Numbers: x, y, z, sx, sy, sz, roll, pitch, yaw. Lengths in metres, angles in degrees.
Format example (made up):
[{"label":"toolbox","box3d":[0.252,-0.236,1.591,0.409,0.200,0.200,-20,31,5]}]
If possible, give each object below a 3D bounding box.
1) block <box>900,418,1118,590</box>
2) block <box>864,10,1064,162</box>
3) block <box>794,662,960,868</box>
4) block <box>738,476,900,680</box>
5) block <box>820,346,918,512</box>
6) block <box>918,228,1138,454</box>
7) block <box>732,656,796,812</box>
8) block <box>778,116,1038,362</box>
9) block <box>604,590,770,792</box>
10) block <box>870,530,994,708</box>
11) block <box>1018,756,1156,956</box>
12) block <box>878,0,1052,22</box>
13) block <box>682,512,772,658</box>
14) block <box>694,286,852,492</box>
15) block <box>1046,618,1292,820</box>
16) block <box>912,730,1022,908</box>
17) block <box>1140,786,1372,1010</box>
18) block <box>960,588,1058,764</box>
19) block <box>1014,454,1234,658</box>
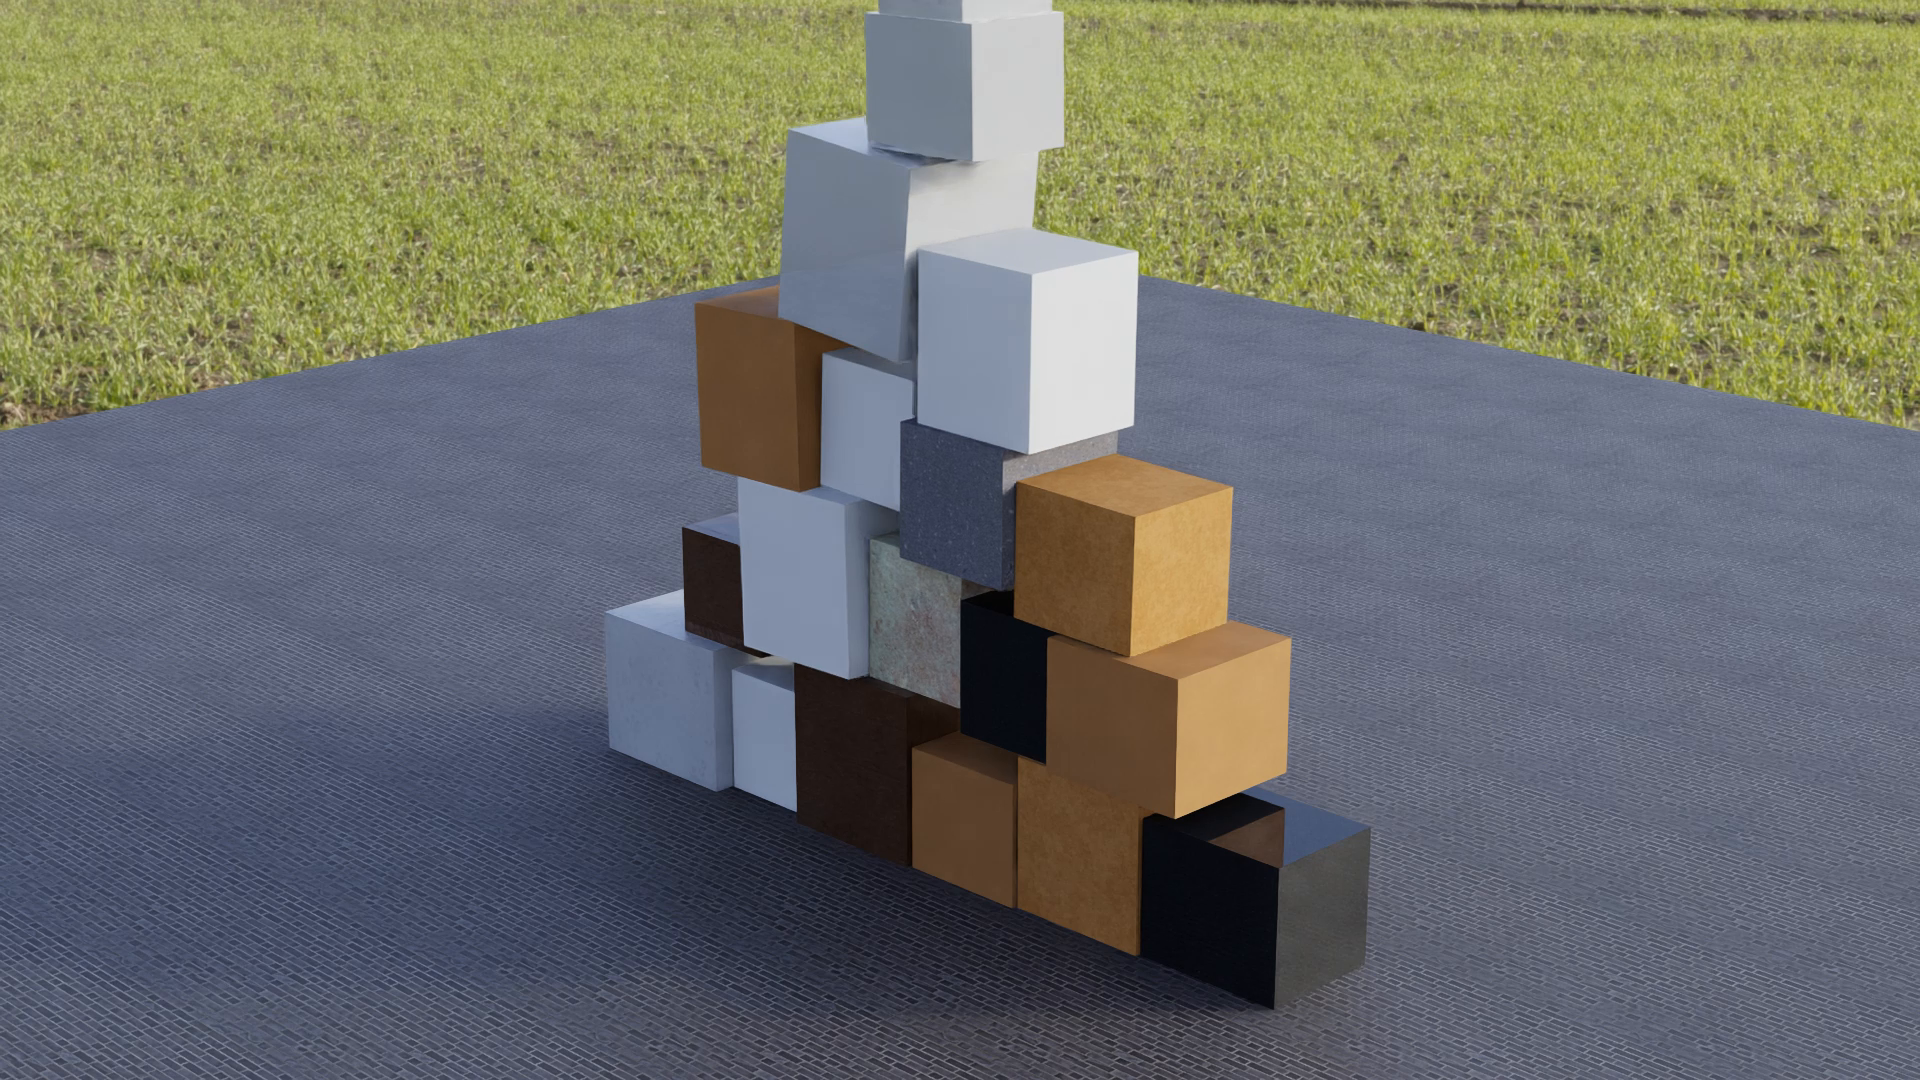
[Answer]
[{"label":"block","box3d":[0.214,-0.227,13.018,0.726,0.630,0.632,-17,25,-42]},{"label":"block","box3d":[0.020,-1.989,12.675,0.558,0.578,0.649,-17,23,-42]},{"label":"block","box3d":[-0.249,0.956,13.910,0.744,0.836,0.759,-17,24,-42]},{"label":"block","box3d":[-0.494,0.088,13.876,0.798,0.836,0.735,-17,23,-42]},{"label":"block","box3d":[-0.223,-0.541,13.414,0.573,0.625,0.592,-17,26,-42]},{"label":"block","box3d":[0.291,-0.878,12.745,0.663,0.779,0.678,-17,25,-42]},{"label":"block","box3d":[-0.710,0.918,14.396,0.595,0.616,0.544,-17,24,-42]},{"label":"block","box3d":[-0.238,-1.382,13.163,0.792,0.869,0.788,-17,30,-42]},{"label":"block","box3d":[-1.217,0.717,14.842,0.779,0.733,0.839,-17,24,-42]},{"label":"block","box3d":[-0.001,0.314,13.444,0.579,0.667,0.591,-17,25,-42]},{"label":"block","box3d":[0.734,1.306,12.986,0.643,0.722,0.708,-17,24,-42]},{"label":"block","box3d":[0.021,-2.556,12.513,0.544,0.601,0.507,-17,23,-42]},{"label":"block","box3d":[-0.957,0.192,14.392,0.561,0.538,0.572,-17,24,-42]},{"label":"block","box3d":[-0.718,-0.745,13.834,0.765,0.794,0.695,-17,23,-42]},{"label":"block","box3d":[0.896,0.713,12.635,0.736,0.619,0.740,-17,24,-42]},{"label":"block","box3d":[0.240,1.226,13.456,0.660,0.592,0.639,-17,24,-42]},{"label":"block","box3d":[1.256,1.500,12.506,0.612,0.638,0.740,-17,24,-42]},{"label":"block","box3d":[0.412,0.569,13.078,0.574,0.629,0.583,-17,24,-42]},{"label":"block","box3d":[0.700,0.056,12.634,0.625,0.621,0.681,-17,25,-42]}]
